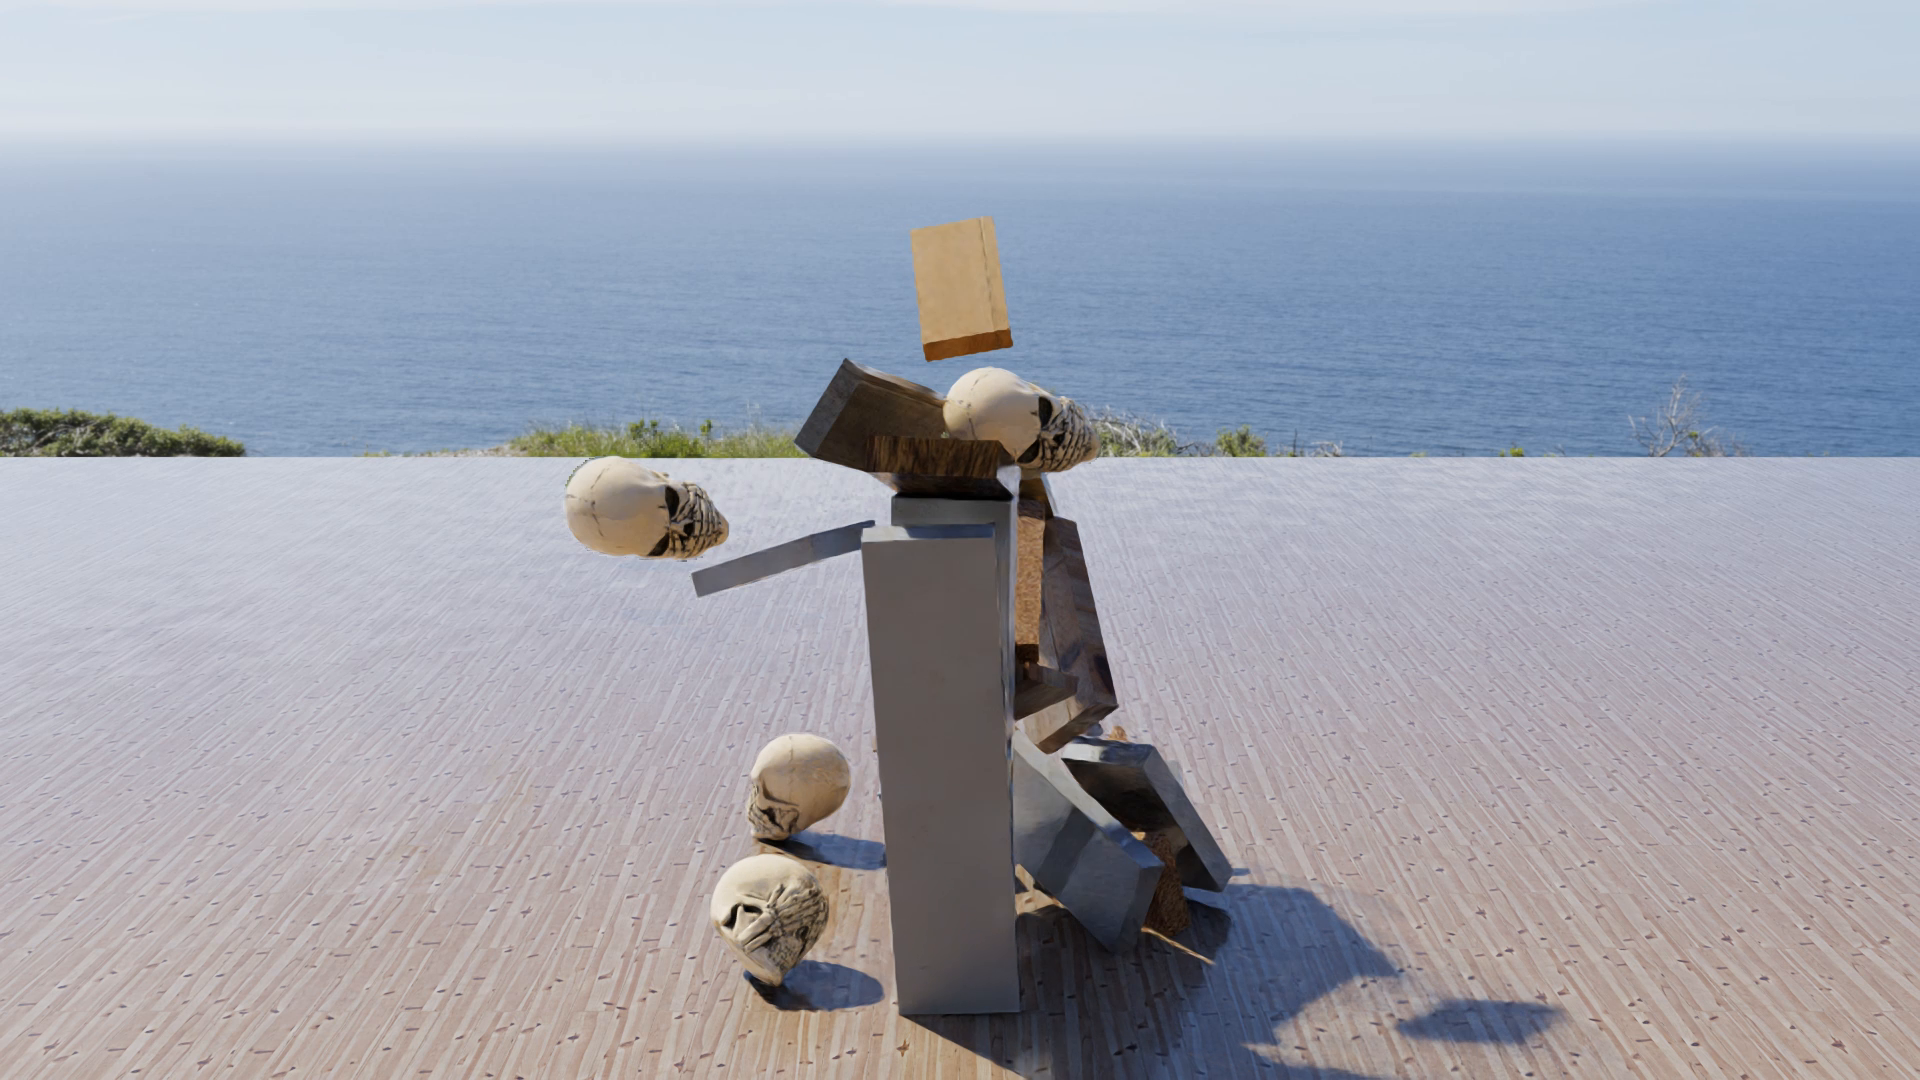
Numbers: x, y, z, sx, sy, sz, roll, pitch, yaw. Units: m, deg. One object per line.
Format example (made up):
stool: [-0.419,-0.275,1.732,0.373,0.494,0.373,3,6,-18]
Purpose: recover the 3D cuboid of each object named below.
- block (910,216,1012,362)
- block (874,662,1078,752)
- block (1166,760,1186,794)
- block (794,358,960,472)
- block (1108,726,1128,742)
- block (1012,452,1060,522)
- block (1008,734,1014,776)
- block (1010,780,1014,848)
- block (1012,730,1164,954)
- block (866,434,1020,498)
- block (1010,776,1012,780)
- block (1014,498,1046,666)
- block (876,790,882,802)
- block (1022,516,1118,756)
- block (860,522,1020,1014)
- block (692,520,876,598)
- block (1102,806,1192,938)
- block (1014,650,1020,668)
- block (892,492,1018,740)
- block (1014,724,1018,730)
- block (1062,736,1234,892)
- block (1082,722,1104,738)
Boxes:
block: [0.000,-0.413,3.591,0.141,0.040,0.282,-10,48,3]
block: [0.019,0.279,3.496,0.095,0.027,0.422,19,-30,-31]
block: [0.327,0.431,3.849,0.125,0.018,0.063,-18,52,12]
block: [-0.117,-0.169,3.198,0.040,0.141,0.282,38,12,27]
block: [0.280,0.389,3.834,0.018,0.063,0.125,11,32,-21]
block: [0.080,-0.037,3.783,0.171,0.048,0.341,-8,-27,8]
block: [-0.008,0.304,3.242,0.170,0.048,0.340,1,10,3]
block: [-0.006,0.501,3.230,0.170,0.340,0.048,1,32,4]
block: [0.166,0.476,3.501,0.046,0.162,0.381,-4,31,-38]
block: [-0.018,-0.098,3.088,0.175,0.050,0.350,3,-4,6]
block: [-0.004,0.460,3.453,0.170,0.340,0.048,1,33,2]
block: [0.046,0.061,3.522,0.171,0.048,0.341,2,42,3]
block: [-0.064,0.464,3.924,0.098,0.028,0.196,-30,21,-17]
block: [0.155,0.158,3.682,0.048,0.363,0.171,16,-41,-36]
block: [-0.021,0.330,3.041,0.175,0.738,0.050,-2,23,4]
block: [-0.272,0.029,3.408,0.282,0.040,0.141,-17,-1,43]
block: [0.245,0.520,3.586,0.046,0.162,0.325,-26,21,-25]
block: [0.041,0.194,3.378,0.095,0.027,0.191,-3,-26,10]
block: [-0.010,0.111,3.187,0.175,0.350,0.050,3,9,12]
block: [0.050,0.352,4.031,0.098,0.028,0.196,-13,35,-22]
block: [0.309,0.450,3.602,0.162,0.325,0.046,3,48,41]
block: [0.184,0.305,4.083,0.026,0.092,0.184,-45,34,-13]
